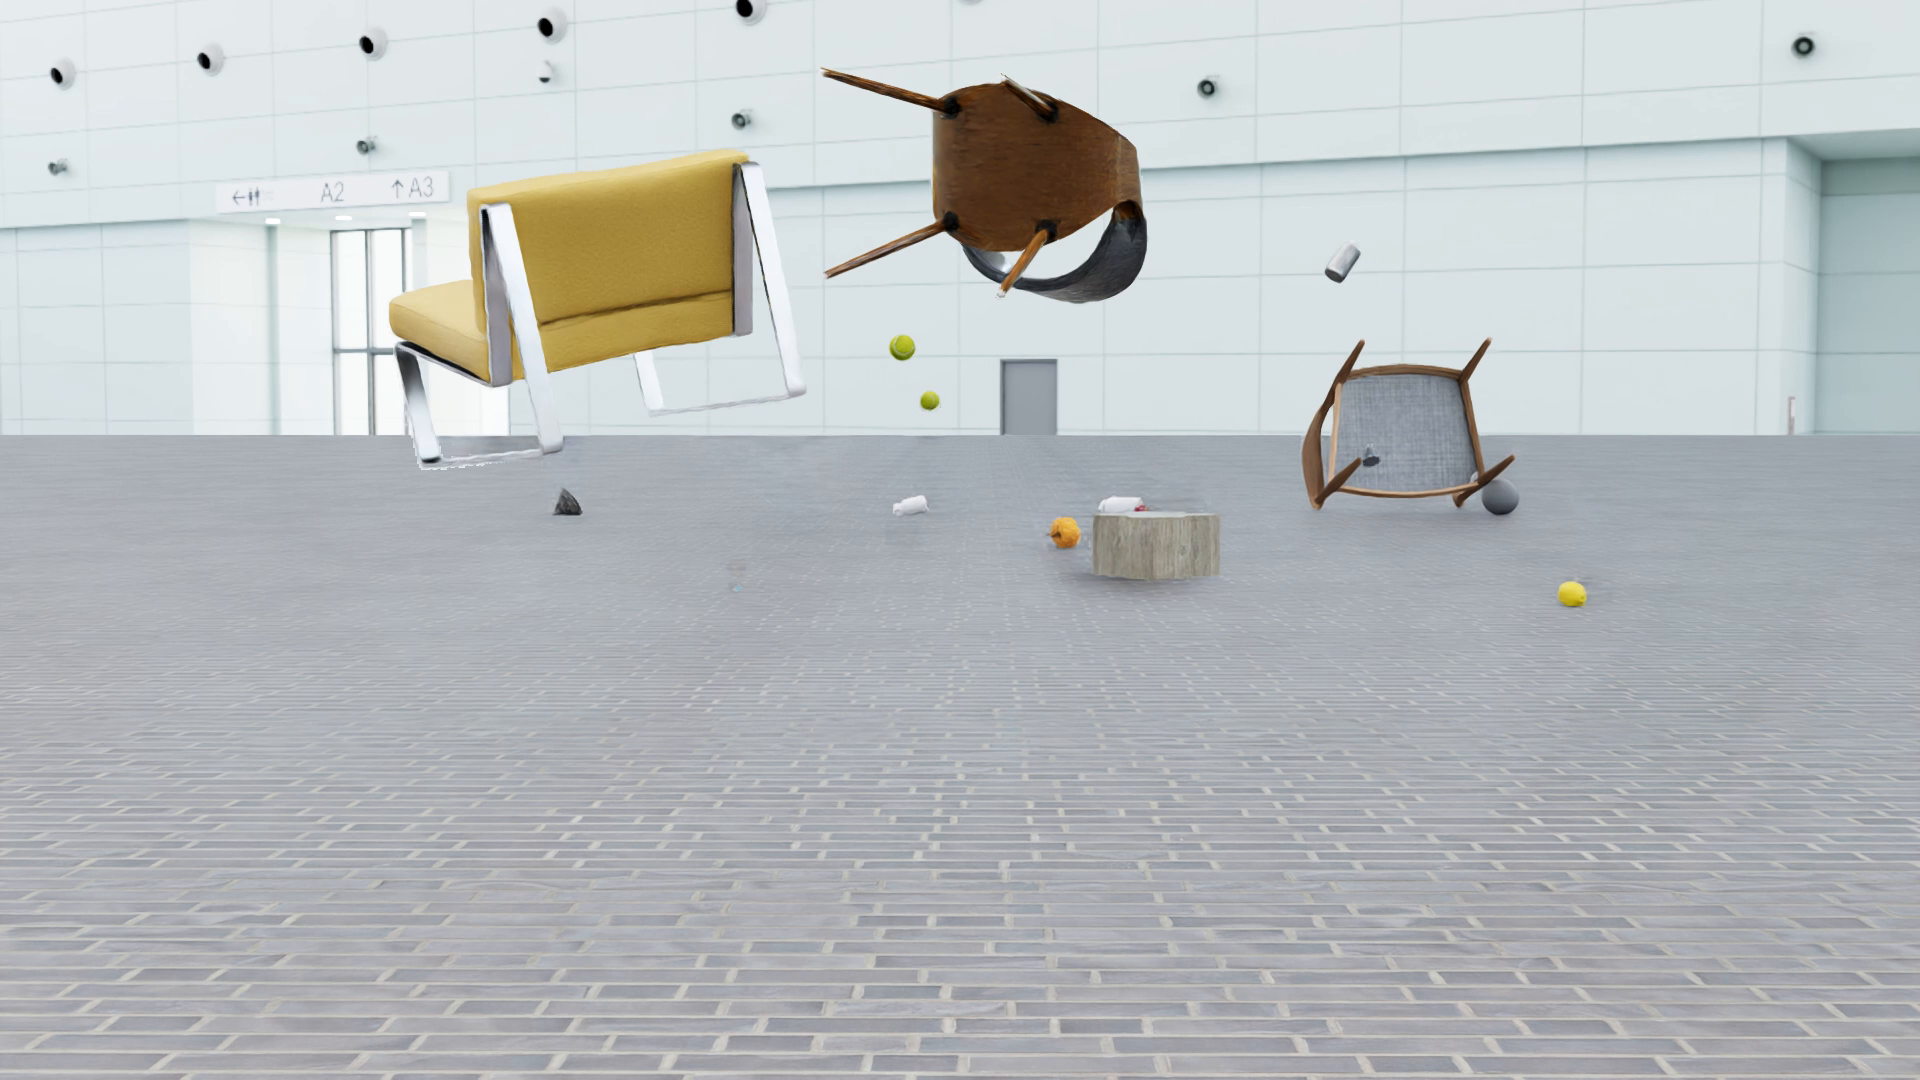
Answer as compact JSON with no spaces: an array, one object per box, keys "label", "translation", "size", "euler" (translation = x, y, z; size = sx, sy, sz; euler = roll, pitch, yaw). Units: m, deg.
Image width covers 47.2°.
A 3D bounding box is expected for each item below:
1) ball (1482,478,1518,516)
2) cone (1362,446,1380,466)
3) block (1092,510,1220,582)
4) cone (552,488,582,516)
[{"label":"ball","translation":[1.924,-0.154,7.833],"size":[0.131,0.131,0.131],"euler":[0,4,0]},{"label":"cone","translation":[1.475,-0.312,7.916],"size":[0.054,0.071,0.070],"euler":[25,-40,-34]},{"label":"block","translation":[0.471,0.012,5.289],"size":[0.219,0.148,0.213],"euler":[-3,5,-38]},{"label":"cone","translation":[-1.414,-0.112,7.811],"size":[0.087,0.121,0.112],"euler":[-39,48,-21]}]
